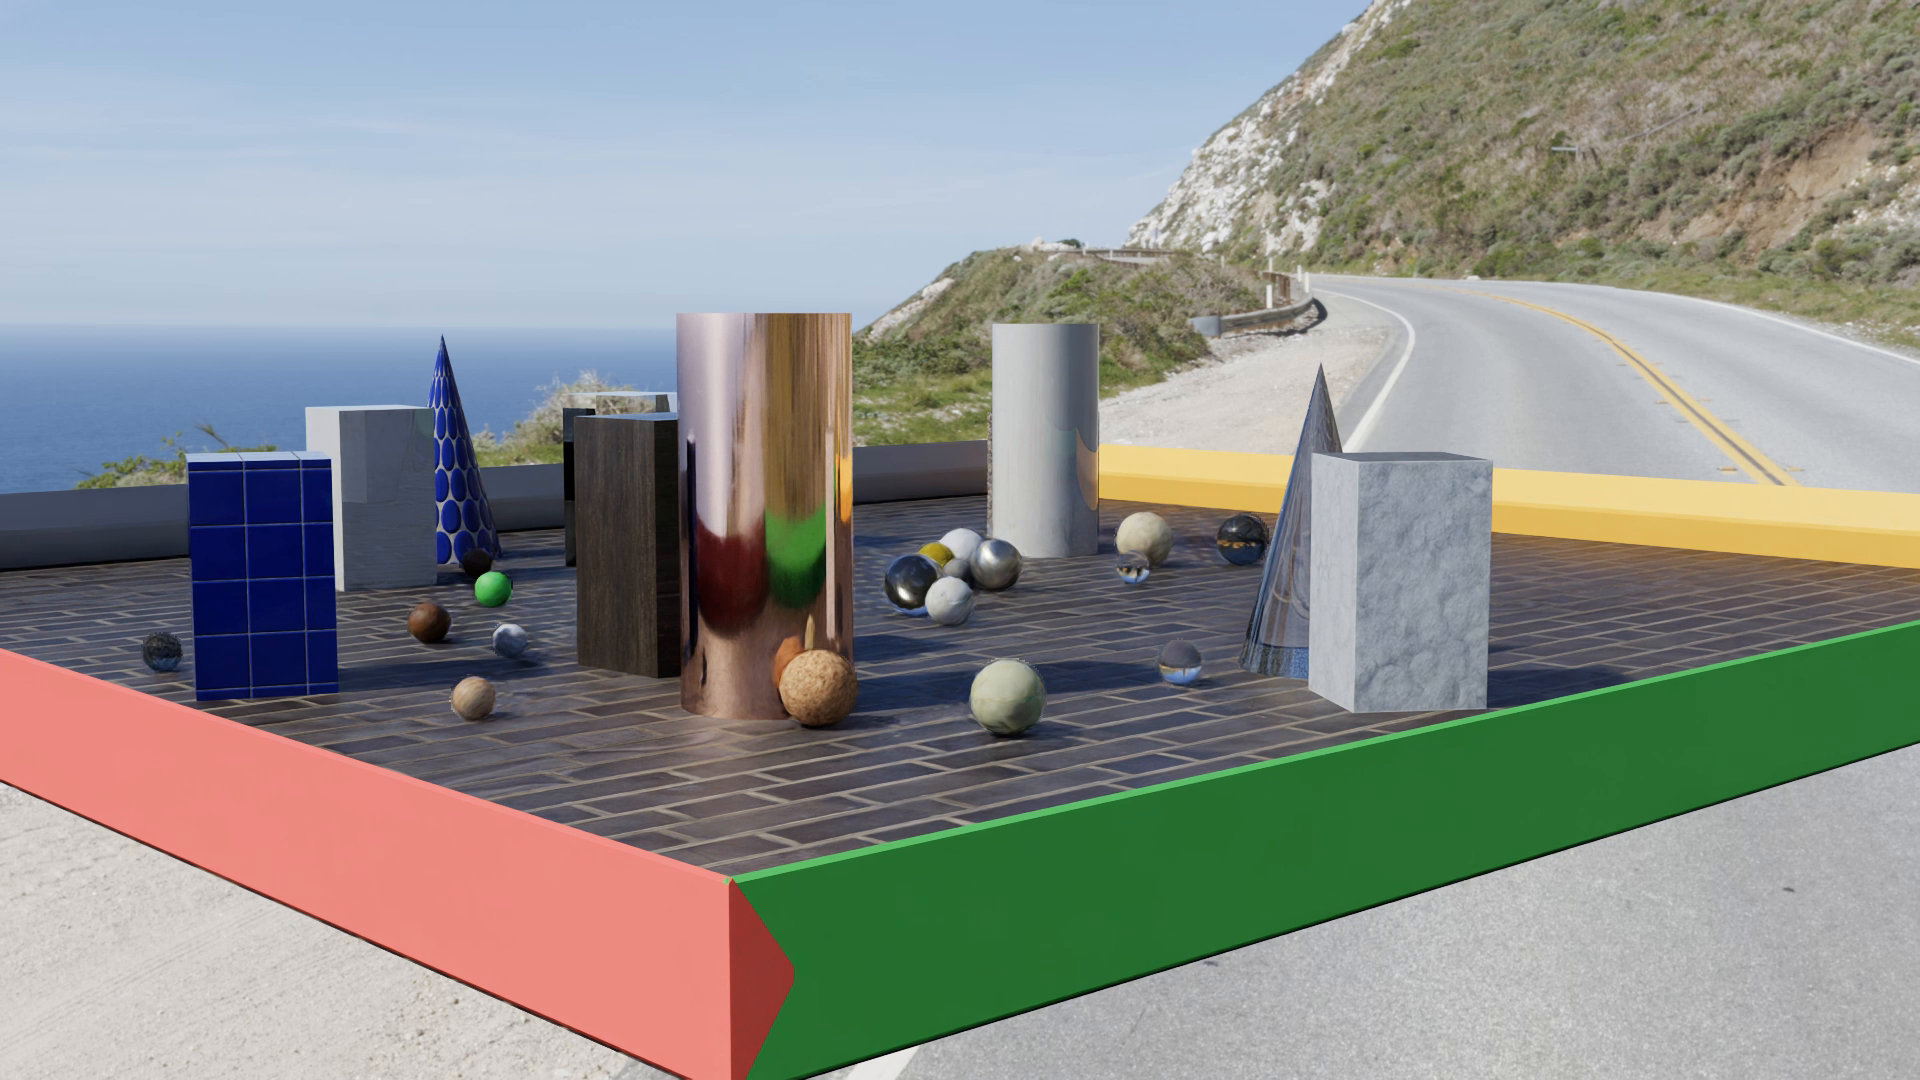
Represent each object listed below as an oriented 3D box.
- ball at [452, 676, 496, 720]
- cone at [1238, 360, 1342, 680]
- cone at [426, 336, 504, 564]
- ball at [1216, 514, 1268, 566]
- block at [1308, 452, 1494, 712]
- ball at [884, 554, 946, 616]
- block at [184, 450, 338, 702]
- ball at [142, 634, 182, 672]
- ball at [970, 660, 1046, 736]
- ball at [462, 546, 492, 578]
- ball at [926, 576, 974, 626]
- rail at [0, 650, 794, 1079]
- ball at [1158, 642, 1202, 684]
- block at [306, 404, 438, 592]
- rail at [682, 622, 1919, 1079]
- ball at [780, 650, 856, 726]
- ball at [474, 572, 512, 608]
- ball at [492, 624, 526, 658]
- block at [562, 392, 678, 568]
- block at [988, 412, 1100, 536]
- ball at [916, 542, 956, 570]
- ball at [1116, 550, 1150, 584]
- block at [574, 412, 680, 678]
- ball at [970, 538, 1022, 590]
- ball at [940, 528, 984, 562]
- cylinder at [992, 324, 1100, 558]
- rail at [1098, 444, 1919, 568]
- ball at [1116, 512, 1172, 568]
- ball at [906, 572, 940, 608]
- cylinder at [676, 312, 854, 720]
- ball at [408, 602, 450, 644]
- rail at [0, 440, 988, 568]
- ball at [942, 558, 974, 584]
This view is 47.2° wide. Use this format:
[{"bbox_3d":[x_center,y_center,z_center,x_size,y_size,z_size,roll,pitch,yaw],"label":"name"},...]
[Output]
[{"bbox_3d":[-0.530,0.172,2.397,0.047,0.047,0.047,0,6,0],"label":"ball"},{"bbox_3d":[0.445,-0.032,2.732,0.195,0.382,0.195,0,6,0],"label":"cone"},{"bbox_3d":[-0.921,-0.168,3.935,0.195,0.404,0.195,0,6,0],"label":"cone"},{"bbox_3d":[0.493,0.000,3.840,0.090,0.090,0.090,0,6,0],"label":"ball"},{"bbox_3d":[0.500,0.044,2.511,0.156,0.278,0.156,-1,6,-9],"label":"block"},{"bbox_3d":[-0.066,0.065,3.206,0.091,0.091,0.091,0,6,0],"label":"ball"},{"bbox_3d":[-0.825,0.038,2.593,0.156,0.273,0.156,-2,6,-20],"label":"block"},{"bbox_3d":[-0.985,0.139,2.716,0.046,0.046,0.046,0,6,0],"label":"ball"},{"bbox_3d":[0.050,0.165,2.305,0.079,0.079,0.079,0,6,0],"label":"ball"},{"bbox_3d":[-0.807,0.037,3.671,0.050,0.050,0.050,0,6,0],"label":"ball"},{"bbox_3d":[-0.014,0.087,3.105,0.069,0.069,0.069,0,6,0],"label":"ball"},{"bbox_3d":[-1.104,0.139,2.319,0.045,0.127,2.927,-5,8,-42],"label":"rail"},{"bbox_3d":[0.261,0.146,2.618,0.052,0.052,0.052,0,6,0],"label":"ball"},{"bbox_3d":[-0.957,-0.072,3.578,0.156,0.286,0.156,-4,7,-35],"label":"block"},{"bbox_3d":[0.976,0.143,2.280,3.052,0.127,0.045,-5,8,-42],"label":"rail"},{"bbox_3d":[-0.152,0.159,2.355,0.082,0.082,0.082,0,6,0],"label":"ball"},{"bbox_3d":[-0.701,0.074,3.299,0.054,0.054,0.054,0,6,0],"label":"ball"},{"bbox_3d":[-0.579,0.129,2.825,0.044,0.044,0.044,0,6,0],"label":"ball"},{"bbox_3d":[-0.579,-0.106,3.836,0.156,0.299,0.156,4,7,31],"label":"block"},{"bbox_3d":[0.164,-0.130,4.330,0.156,0.245,0.156,5,8,41],"label":"block"},{"bbox_3d":[-0.040,0.039,3.562,0.070,0.070,0.070,0,6,0],"label":"ball"},{"bbox_3d":[0.283,0.044,3.586,0.054,0.054,0.054,0,6,0],"label":"ball"},{"bbox_3d":[-0.371,0.001,2.756,0.156,0.312,0.156,5,8,42],"label":"block"},{"bbox_3d":[0.057,0.039,3.493,0.083,0.083,0.083,0,6,0],"label":"ball"},{"bbox_3d":[0.003,0.024,3.625,0.086,0.086,0.086,0,6,0],"label":"ball"},{"bbox_3d":[0.156,-0.187,4.038,0.195,0.419,0.195,0,6,0],"label":"cylinder"},{"bbox_3d":[1.104,-0.073,4.345,0.045,0.127,2.927,-5,8,-42],"label":"rail"},{"bbox_3d":[0.318,0.000,3.796,0.098,0.098,0.098,0,6,0],"label":"ball"},{"bbox_3d":[-0.053,0.075,3.284,0.056,0.056,0.056,0,6,0],"label":"ball"},{"bbox_3d":[-0.218,-0.033,2.468,0.195,0.441,0.195,0,6,0],"label":"cylinder"},{"bbox_3d":[-0.711,0.110,2.946,0.055,0.055,0.055,0,6,0],"label":"ball"},{"bbox_3d":[-0.976,-0.077,4.384,3.052,0.127,0.045,-5,8,-42],"label":"rail"},{"bbox_3d":[-0.003,0.054,3.516,0.049,0.049,0.049,0,6,0],"label":"ball"}]
